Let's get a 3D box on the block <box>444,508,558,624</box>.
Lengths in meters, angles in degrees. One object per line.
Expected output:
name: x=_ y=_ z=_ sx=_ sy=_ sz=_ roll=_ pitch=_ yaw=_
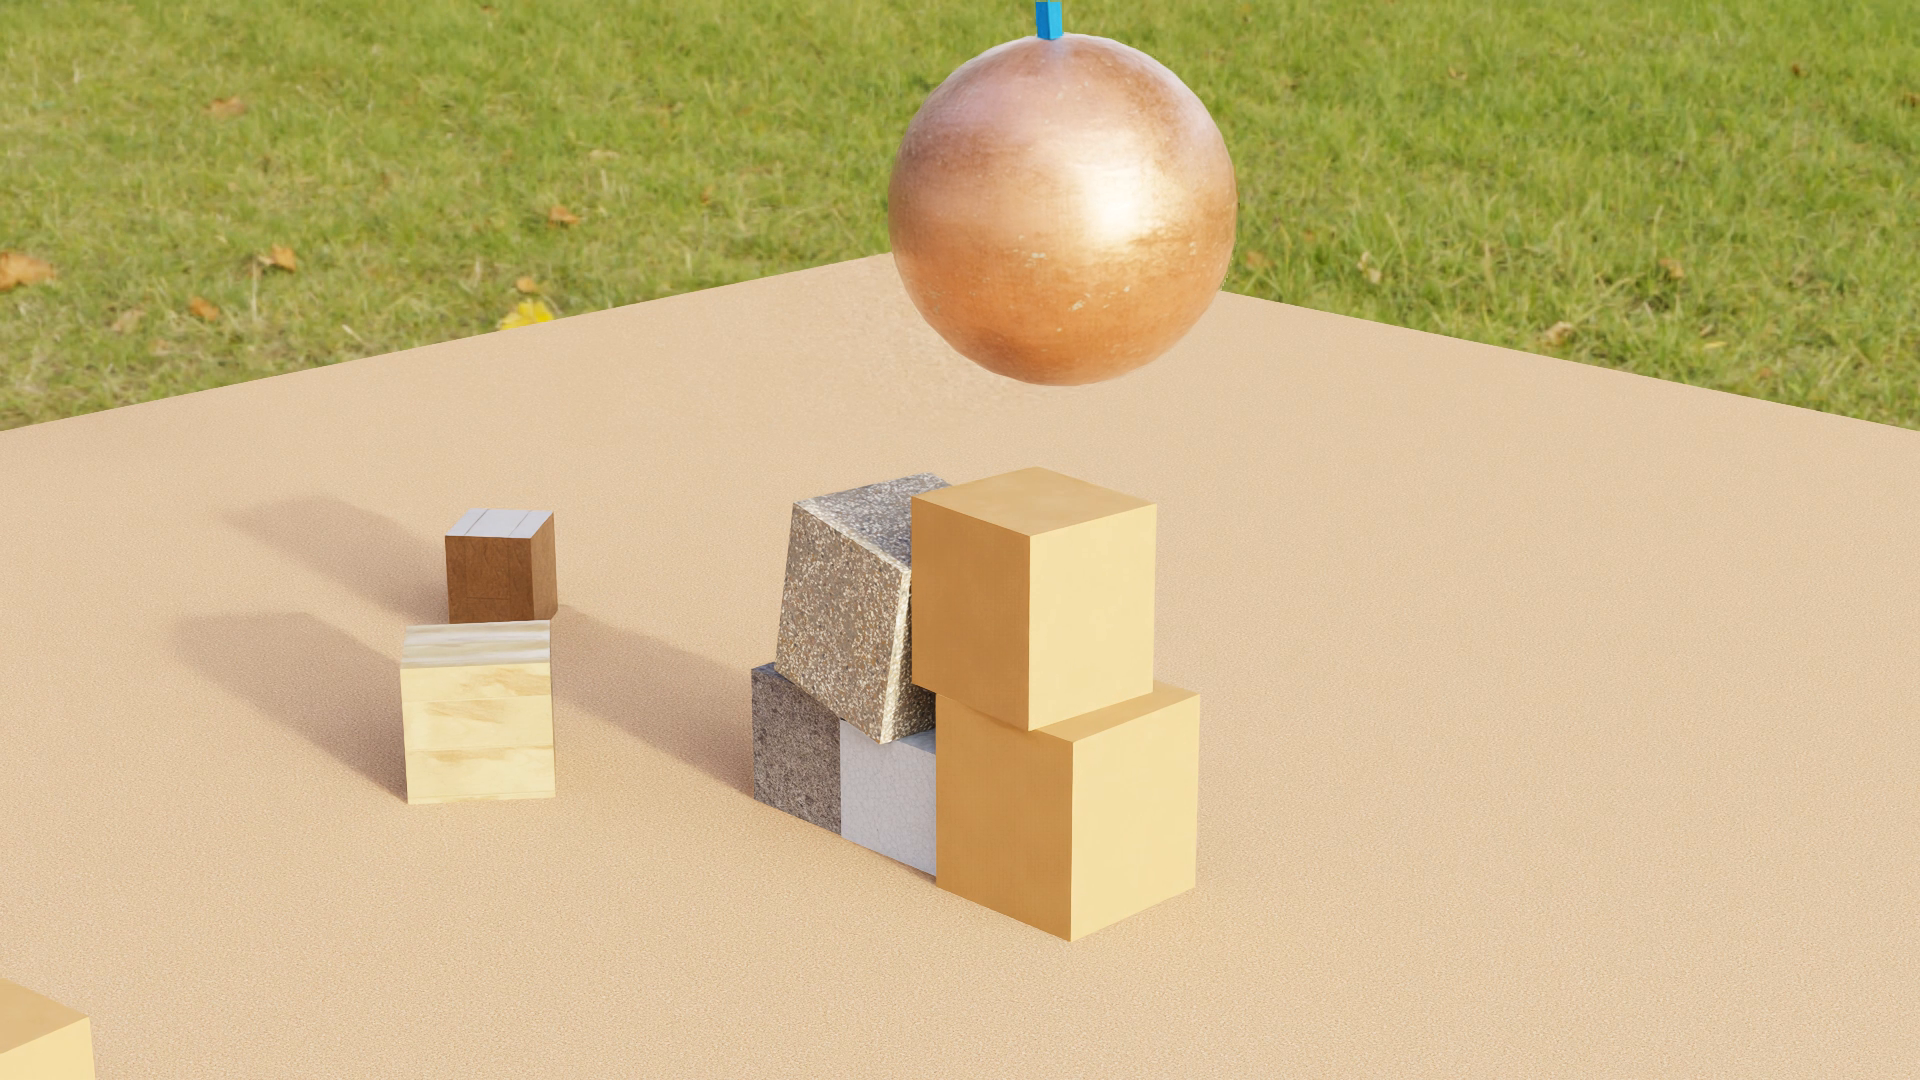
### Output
block: x=-2.611 y=0.191 z=16.730 sx=0.492 sy=0.603 sz=0.525 roll=2 pitch=18 yaw=6

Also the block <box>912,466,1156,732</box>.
block: x=0.322 y=0.242 z=13.000 sx=0.741 sy=0.878 sz=0.787 roll=-14 pitch=22 yaw=-38

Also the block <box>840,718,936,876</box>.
block: x=-0.081 y=1.128 z=13.760 sx=0.648 sy=0.596 sz=0.711 roll=-17 pitch=24 yaw=-42

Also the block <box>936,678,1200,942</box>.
block: x=0.480 y=1.131 z=13.190 sx=0.833 sy=0.933 sz=0.831 roll=17 pitch=24 yaw=42

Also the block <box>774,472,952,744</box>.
block: x=-0.256 y=0.302 z=13.700 sx=0.823 sy=0.877 sz=0.802 roll=-14 pitch=33 yaw=-39

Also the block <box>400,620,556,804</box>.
block: x=-2.372 y=0.844 z=14.495 sx=0.710 sy=0.698 sz=0.638 roll=-2 pitch=18 yaw=-7

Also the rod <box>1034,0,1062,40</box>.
rod: x=0.201 y=-4.646 z=12.092 sx=0.080 sy=5.200 sz=0.080 roll=17 pitch=30 yaw=42

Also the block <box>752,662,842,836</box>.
block: x=-0.565 y=0.946 z=14.203 sx=0.612 sy=0.678 sz=0.632 roll=-17 pitch=24 yaw=-42

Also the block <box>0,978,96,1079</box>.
block: x=-3.645 y=2.050 z=10.944 sx=0.535 sy=0.526 sz=0.604 roll=13 pitch=22 yaw=36

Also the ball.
ball: x=0.463 y=-1.500 z=13.356 sx=1.600 sy=1.600 sz=1.600 roll=0 pitch=17 yaw=0
